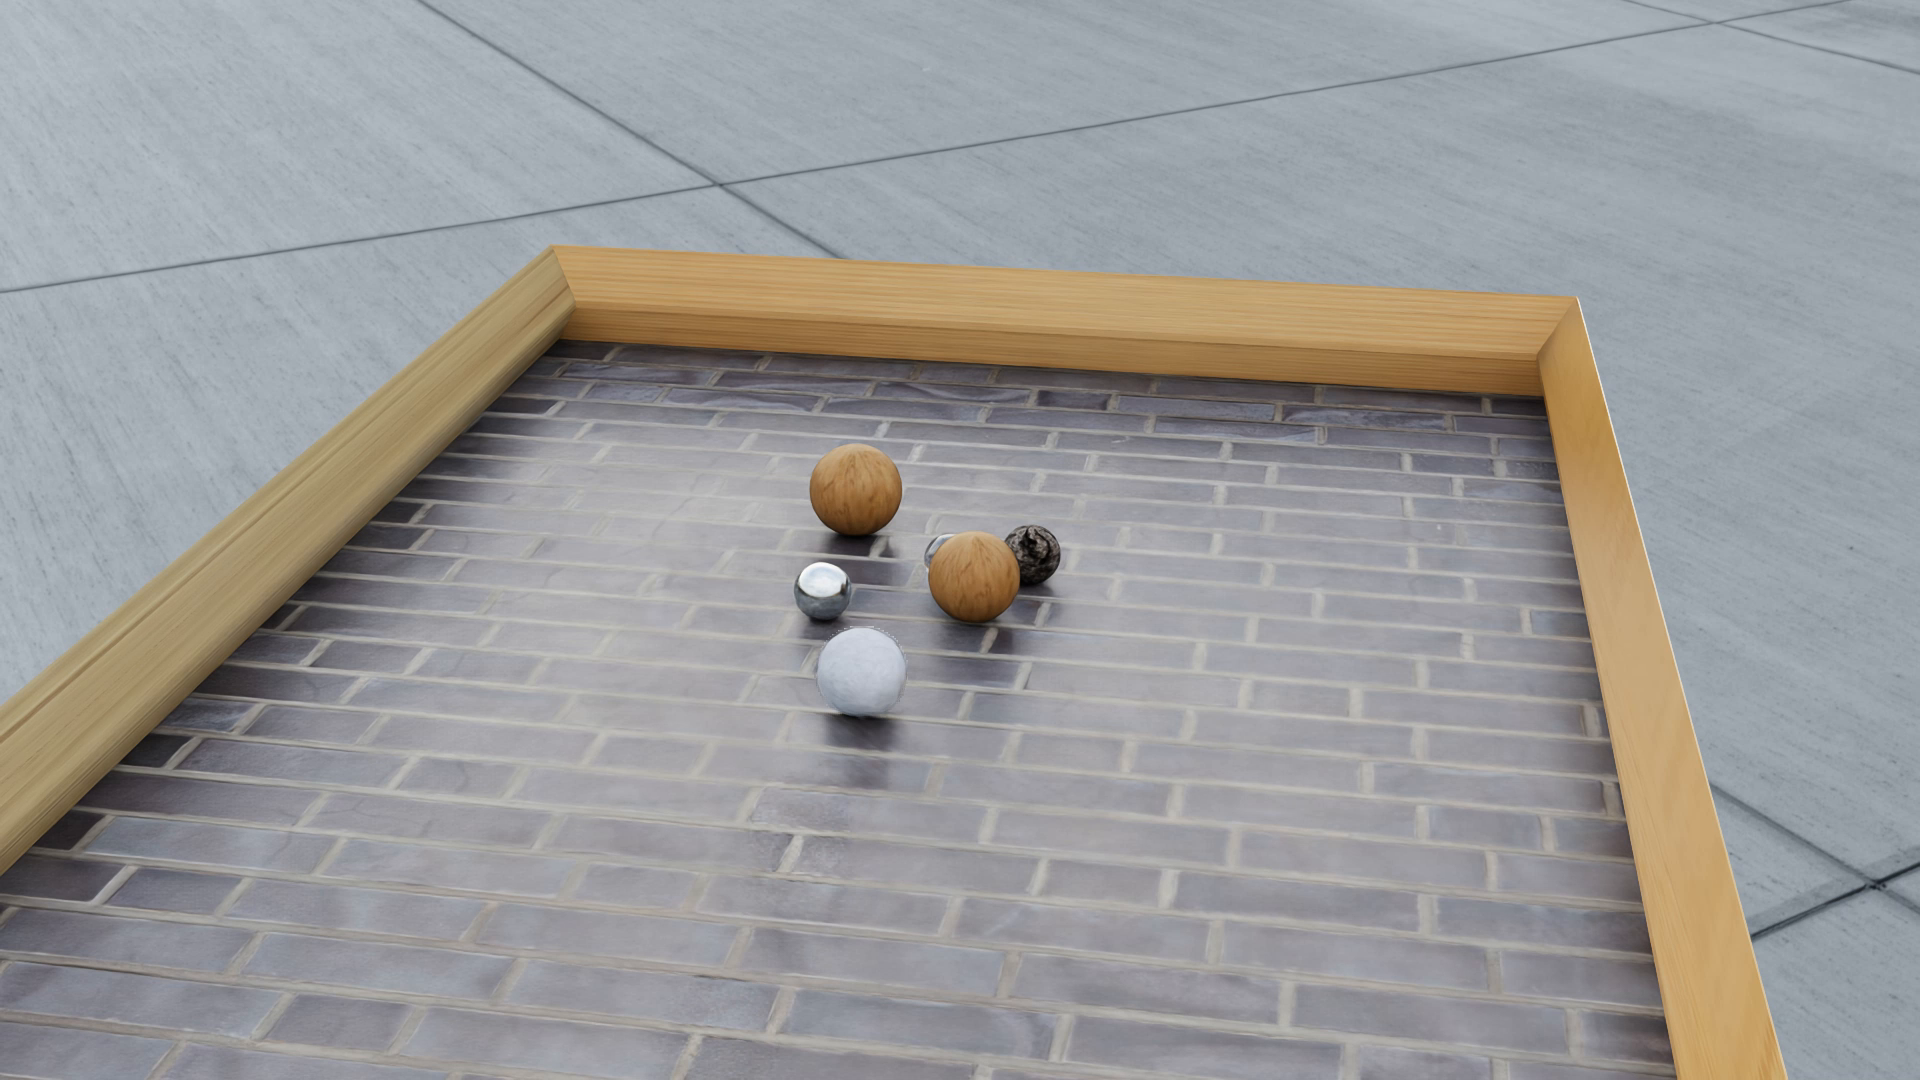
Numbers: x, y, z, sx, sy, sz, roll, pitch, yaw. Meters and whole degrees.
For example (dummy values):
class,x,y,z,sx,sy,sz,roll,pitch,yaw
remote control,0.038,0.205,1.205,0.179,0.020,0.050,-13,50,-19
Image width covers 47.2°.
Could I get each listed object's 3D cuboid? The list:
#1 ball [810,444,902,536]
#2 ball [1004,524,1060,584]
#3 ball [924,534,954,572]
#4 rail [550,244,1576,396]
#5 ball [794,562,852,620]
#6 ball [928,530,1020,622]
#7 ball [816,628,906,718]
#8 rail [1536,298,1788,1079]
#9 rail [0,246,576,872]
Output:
class,x,y,z,sx,sy,sz,roll,pitch,yaw
ball,-0.110,-0.053,2.324,0.099,0.099,0.099,0,24,0
ball,0.072,0.014,2.221,0.060,0.060,0.060,0,24,0
ball,-0.010,0.019,2.218,0.053,0.053,0.053,0,24,0
rail,0.104,-0.272,2.773,1.304,0.128,0.045,4,25,9
ball,-0.134,0.050,2.145,0.058,0.058,0.058,0,24,0
ball,0.014,0.036,2.138,0.090,0.090,0.090,0,24,0
ball,-0.088,0.118,1.966,0.080,0.080,0.080,0,24,0
rail,0.512,0.273,1.561,0.045,0.128,2.527,4,25,9
rail,-0.727,0.185,1.757,0.045,0.128,2.527,4,25,9
